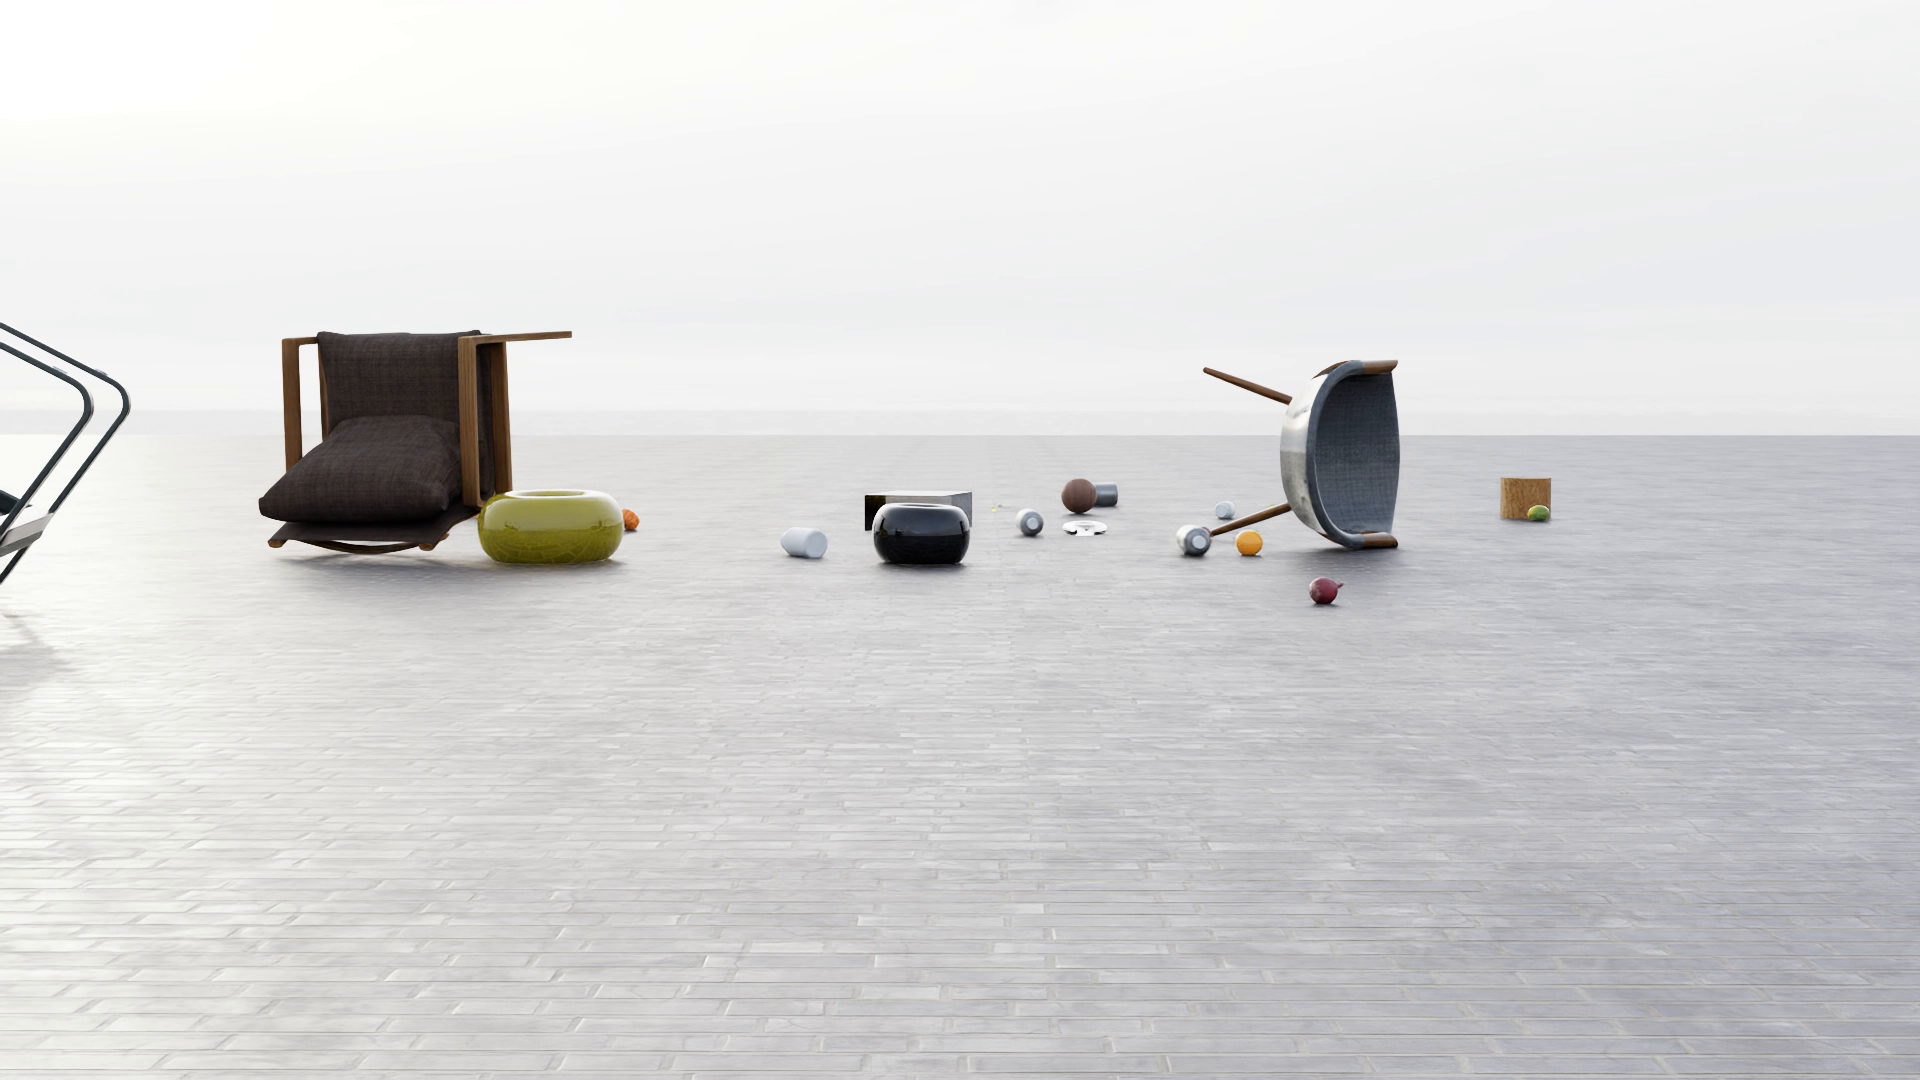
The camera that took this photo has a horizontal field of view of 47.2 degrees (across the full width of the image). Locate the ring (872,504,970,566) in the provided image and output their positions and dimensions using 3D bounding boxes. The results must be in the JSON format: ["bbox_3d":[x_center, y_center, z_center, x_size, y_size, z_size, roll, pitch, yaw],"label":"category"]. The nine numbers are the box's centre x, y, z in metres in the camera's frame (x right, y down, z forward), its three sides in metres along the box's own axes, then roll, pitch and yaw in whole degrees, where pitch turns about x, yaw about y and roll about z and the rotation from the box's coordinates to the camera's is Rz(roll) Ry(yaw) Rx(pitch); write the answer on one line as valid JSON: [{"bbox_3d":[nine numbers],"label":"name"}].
[{"bbox_3d":[-0.101,-0.015,5.699,0.248,0.150,0.269,-1,5,-39],"label":"ring"}]

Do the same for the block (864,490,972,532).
[{"bbox_3d":[-0.131,-0.092,7.047,0.260,0.116,0.303,1,4,18],"label":"block"}]

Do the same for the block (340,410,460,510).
[{"bbox_3d":[-2.136,-0.311,8.396,0.365,0.367,0.246,2,4,25],"label":"block"}]

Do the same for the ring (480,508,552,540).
[{"bbox_3d":[-1.308,-0.046,6.491,0.165,0.053,0.350,-24,-7,15],"label":"ring"}]

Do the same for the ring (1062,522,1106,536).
[{"bbox_3d":[0.387,-0.036,6.810,0.137,0.037,0.178,2,5,13],"label":"ring"}]

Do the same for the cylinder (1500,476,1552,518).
[{"bbox_3d":[1.983,-0.150,7.713,0.169,0.139,0.213,0,4,-1],"label":"cylinder"}]

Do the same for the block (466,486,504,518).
[{"bbox_3d":[-1.665,-0.132,7.713,0.085,0.103,0.105,4,5,43],"label":"block"}]

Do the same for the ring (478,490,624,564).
[{"bbox_3d":[-1.073,-0.034,5.777,0.350,0.178,0.406,5,7,36],"label":"ring"}]
